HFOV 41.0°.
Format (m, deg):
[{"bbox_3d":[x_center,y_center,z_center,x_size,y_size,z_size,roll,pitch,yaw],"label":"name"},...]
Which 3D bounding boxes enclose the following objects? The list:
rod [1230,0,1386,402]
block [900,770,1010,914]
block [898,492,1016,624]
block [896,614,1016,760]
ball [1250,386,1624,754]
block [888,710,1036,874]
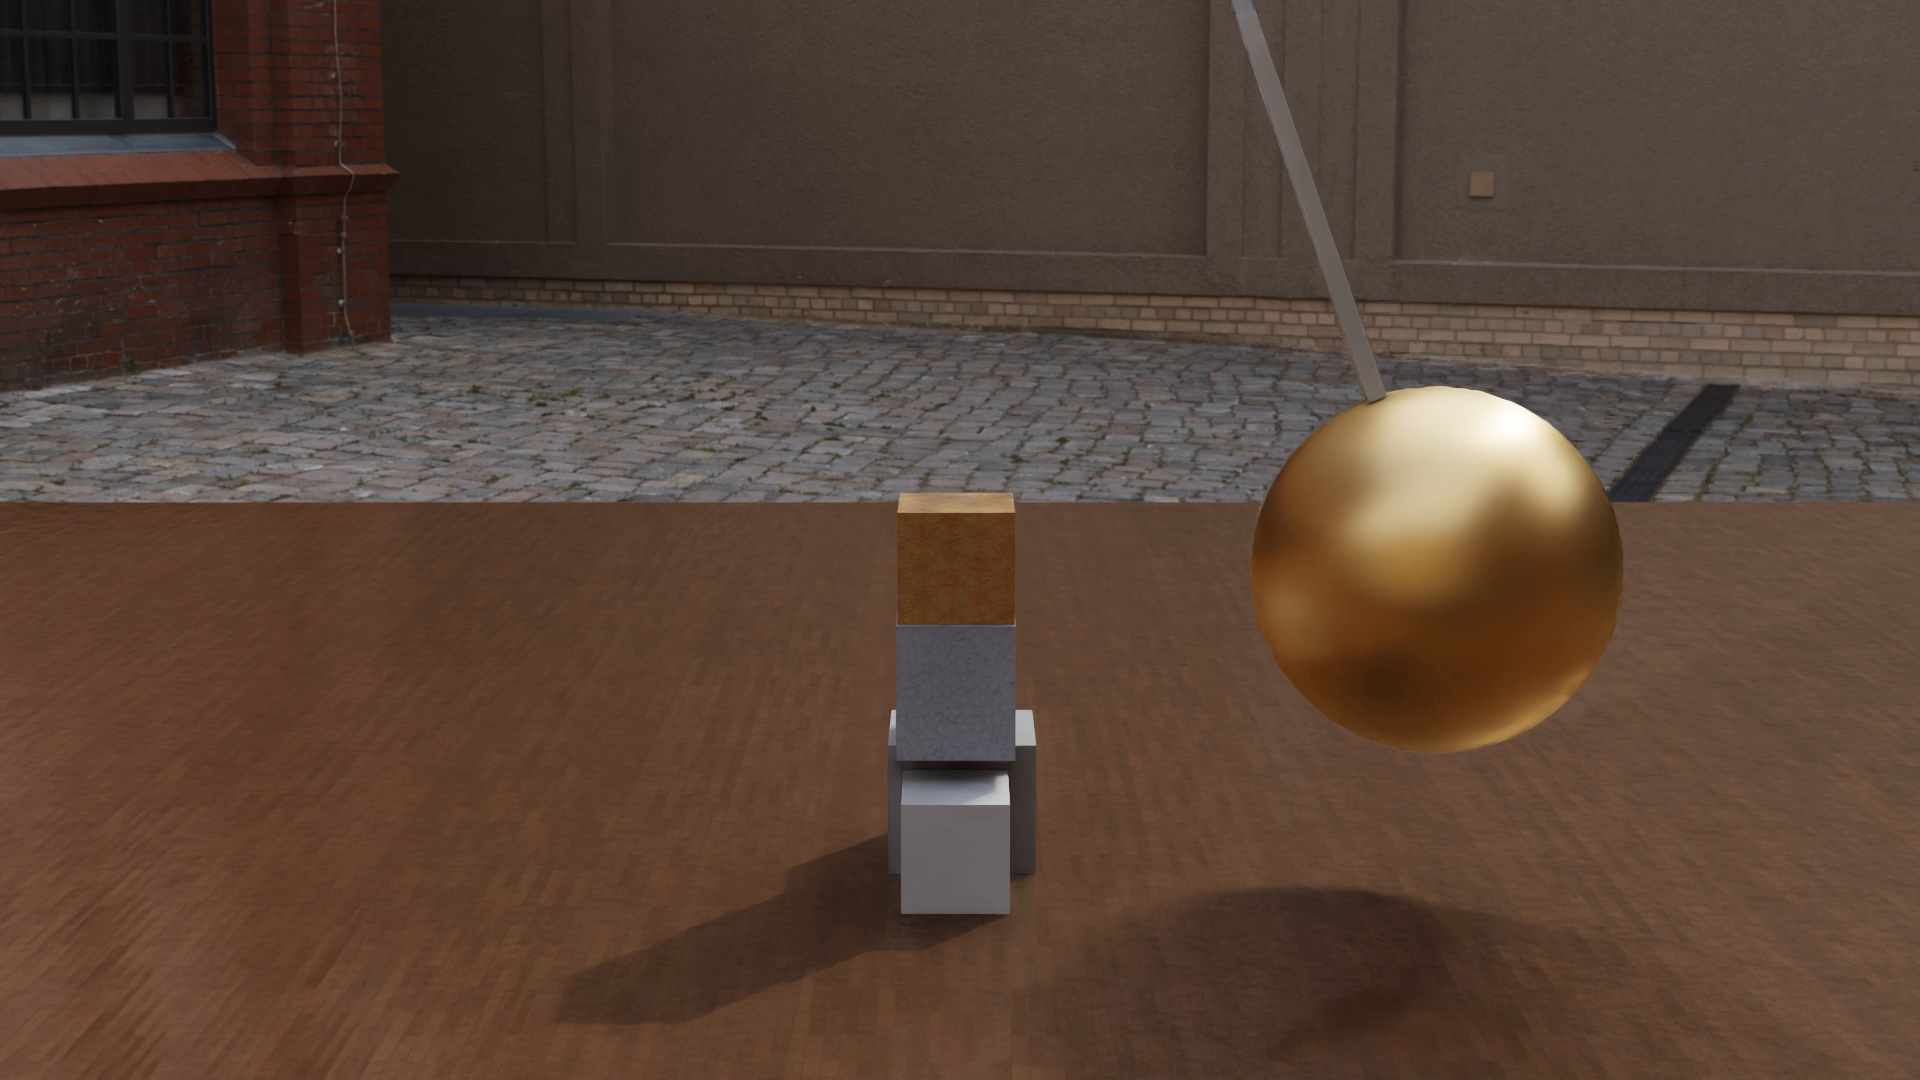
[{"bbox_3d":[0.899,-3.010,10.633,0.080,5.200,0.080,-20,10,4],"label":"rod"},{"bbox_3d":[-0.019,1.299,11.086,0.460,0.479,0.548,0,10,0],"label":"block"},{"bbox_3d":[-0.016,0.077,11.194,0.500,0.486,0.528,0,10,0],"label":"block"},{"bbox_3d":[-0.018,0.607,11.291,0.513,0.592,0.595,0,10,0],"label":"block"},{"bbox_3d":[2.074,0.129,11.204,1.600,1.600,1.600,0,10,0],"label":"ball"},{"bbox_3d":[0.009,1.137,11.671,0.655,0.587,0.641,0,10,0],"label":"block"}]
